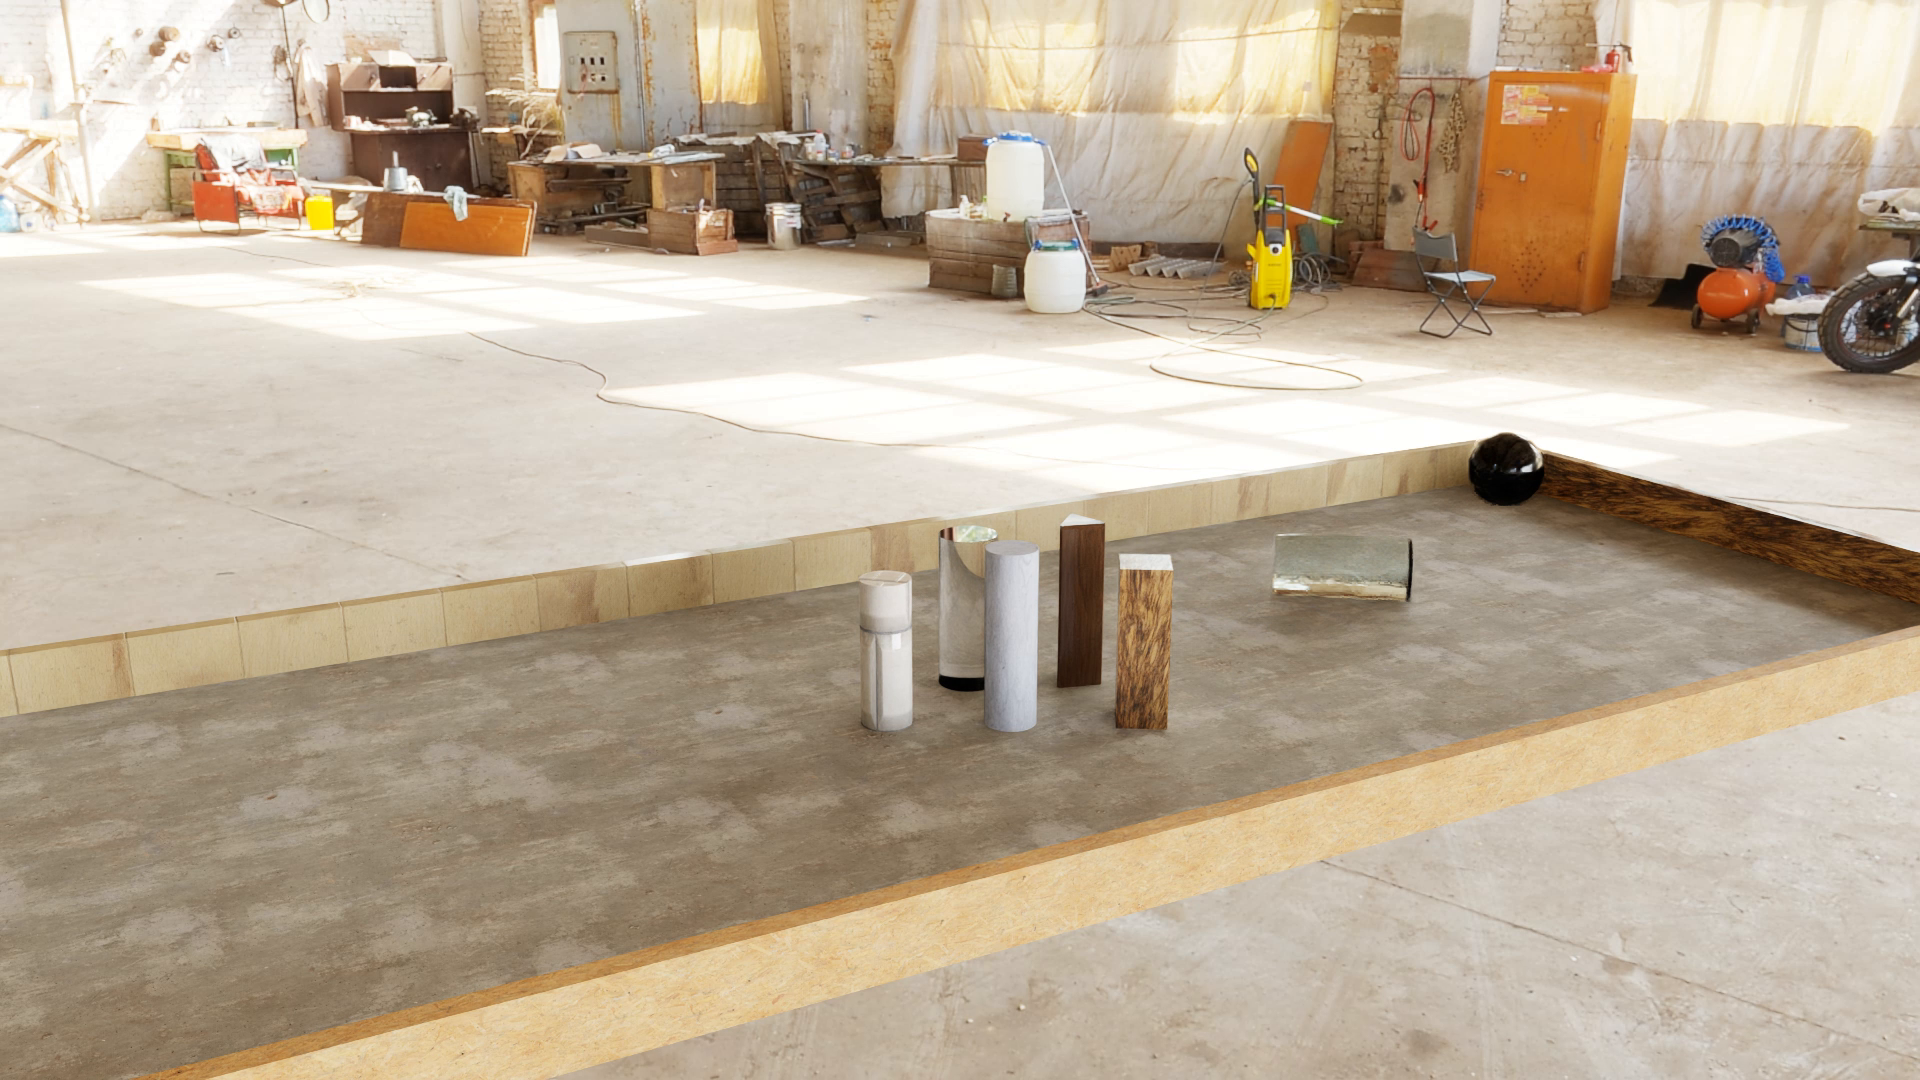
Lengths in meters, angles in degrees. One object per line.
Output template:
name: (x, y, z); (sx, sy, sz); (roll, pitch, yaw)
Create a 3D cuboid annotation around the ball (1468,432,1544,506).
ball: (1.901, -0.248, 5.742); (0.256, 0.256, 0.256); (0, 16, 0)

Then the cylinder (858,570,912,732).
cylinder: (-0.172, 0.259, 3.843); (0.122, 0.356, 0.122); (0, 16, 0)

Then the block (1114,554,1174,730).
block: (0.428, 0.237, 3.855); (0.120, 0.390, 0.120); (1, 16, 4)

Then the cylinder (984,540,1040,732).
cylinder: (0.119, 0.223, 3.836); (0.124, 0.429, 0.124); (0, 16, 0)

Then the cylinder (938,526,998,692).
cylinder: (0.019, 0.170, 4.094); (0.146, 0.385, 0.146); (0, 16, 0)

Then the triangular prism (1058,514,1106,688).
triangular prism: (0.288, 0.149, 4.103); (0.113, 0.419, 0.098); (-4, 17, -13)

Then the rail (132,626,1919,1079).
rail: (-2.336, 1.006, 1.665); (12.000, 0.150, 0.050); (-9, 18, -27)

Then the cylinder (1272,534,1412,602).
cylinder: (1.102, 0.079, 4.768); (0.381, 0.179, 0.179); (3, 17, 10)

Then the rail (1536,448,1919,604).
rail: (2.466, -0.048, 5.253); (0.050, 0.150, 2.100); (-9, 18, -27)

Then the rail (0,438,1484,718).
rail: (-3.305, 0.497, 3.399); (12.000, 0.150, 0.050); (-9, 18, -27)
